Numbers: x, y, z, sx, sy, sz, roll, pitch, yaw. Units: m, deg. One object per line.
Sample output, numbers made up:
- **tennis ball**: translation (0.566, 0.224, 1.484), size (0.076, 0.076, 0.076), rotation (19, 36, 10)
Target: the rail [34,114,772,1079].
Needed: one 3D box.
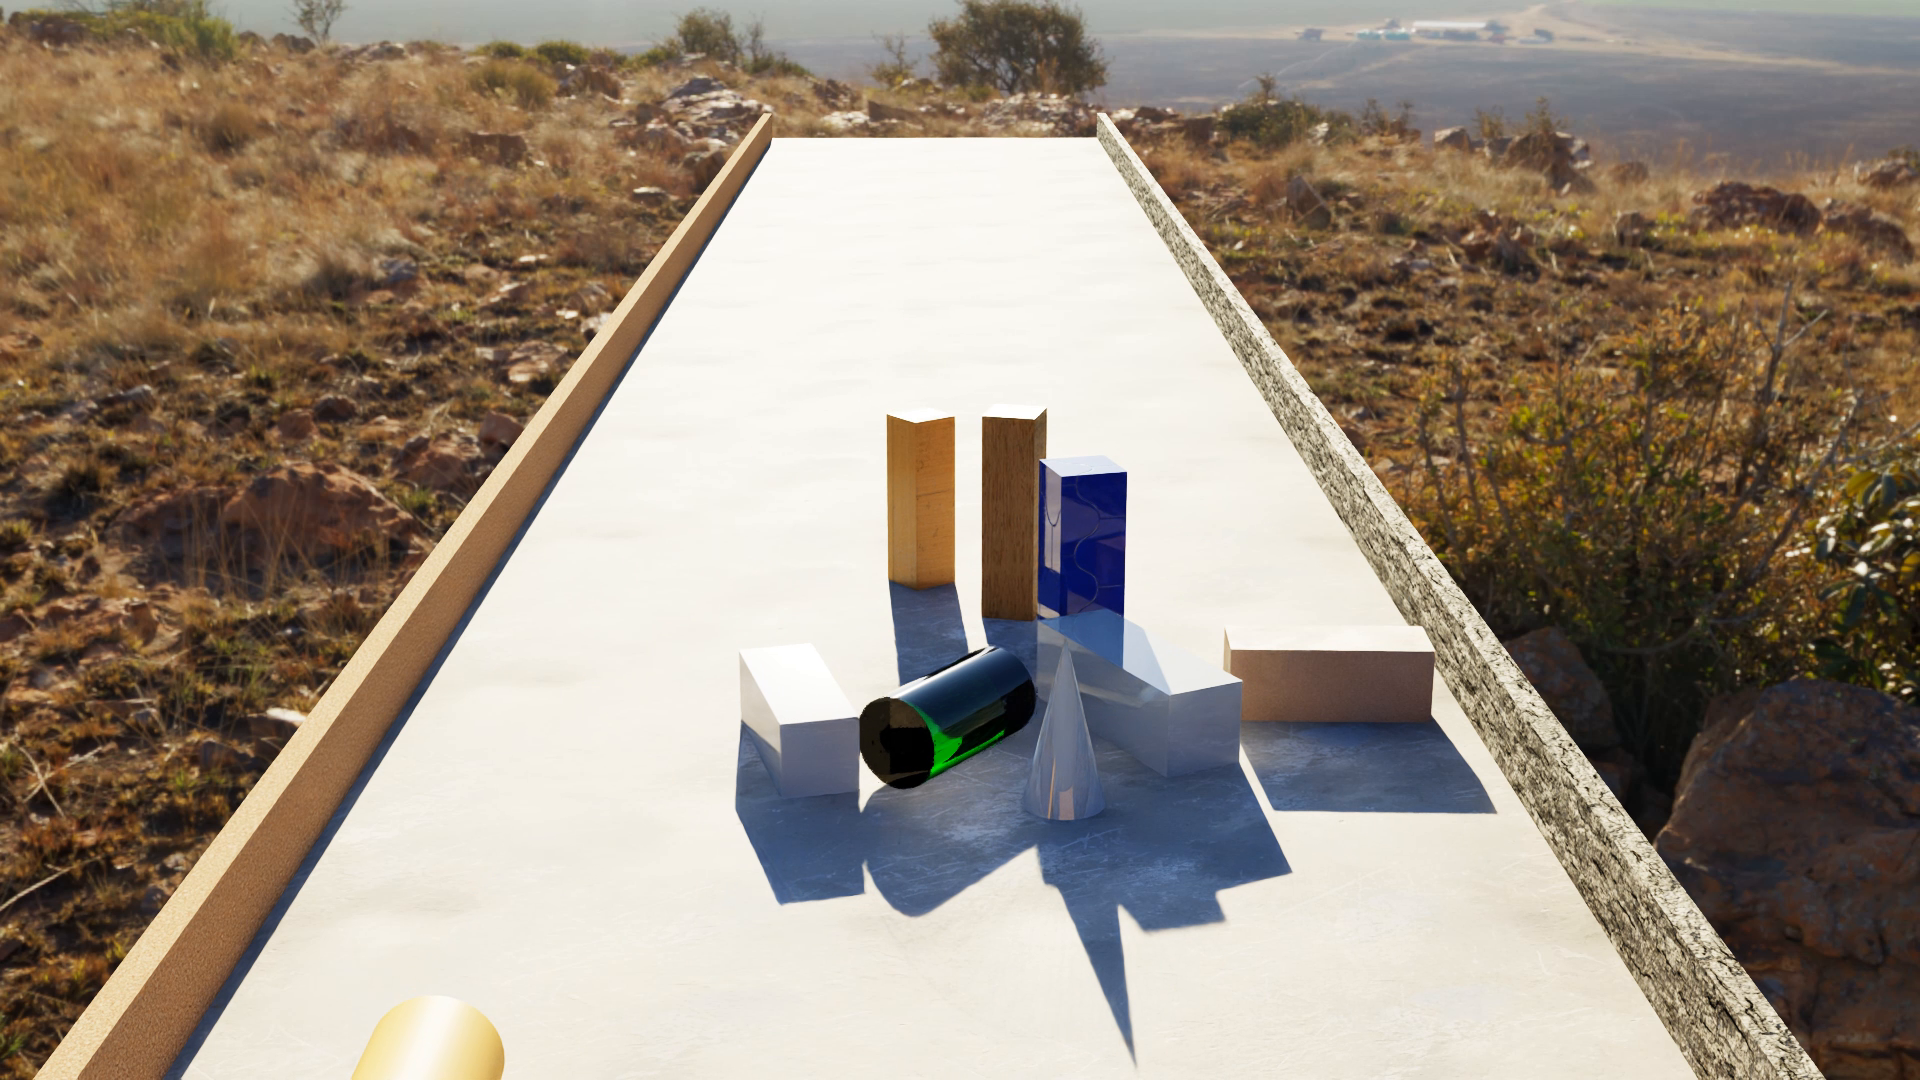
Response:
- **rail**: translation (-1.118, -0.838, 7.780), size (0.050, 0.150, 12.000), rotation (0, 17, -1)

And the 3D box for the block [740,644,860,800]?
- **block**: translation (-0.290, 0.317, 3.922), size (0.136, 0.136, 0.392), rotation (-5, 17, -15)

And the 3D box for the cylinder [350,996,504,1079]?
- **cylinder**: translation (-0.652, 0.700, 2.576), size (0.169, 0.169, 0.376), rotation (0, 17, -1)

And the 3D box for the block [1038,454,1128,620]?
- **block**: translation (0.243, 0.040, 4.405), size (0.137, 0.391, 0.137), rotation (-5, 17, -16)

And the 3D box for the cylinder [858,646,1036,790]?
- **cylinder**: translation (-0.021, 0.311, 3.890), size (0.166, 0.166, 0.316), rotation (11, 20, 33)

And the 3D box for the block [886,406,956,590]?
- **block**: translation (-0.086, -0.092, 4.867), size (0.108, 0.381, 0.108), rotation (-12, 21, -36)

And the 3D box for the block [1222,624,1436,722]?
- **block**: translation (0.689, 0.250, 4.137), size (0.375, 0.141, 0.141), rotation (0, 17, 2)

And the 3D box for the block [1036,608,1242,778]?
- **block**: translation (0.322, 0.273, 4.039), size (0.153, 0.153, 0.456), rotation (-9, 19, -27)

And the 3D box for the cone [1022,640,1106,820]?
- **cone**: translation (0.176, 0.302, 3.685), size (0.142, 0.300, 0.142), rotation (0, 17, 0)

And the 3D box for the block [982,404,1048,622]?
- **block**: translation (0.114, -0.058, 4.650), size (0.113, 0.440, 0.113), rotation (4, 17, 15)

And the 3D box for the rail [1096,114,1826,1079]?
- **rail**: translation (0.932, -0.844, 7.801), size (0.050, 0.150, 12.000), rotation (0, 17, -1)
